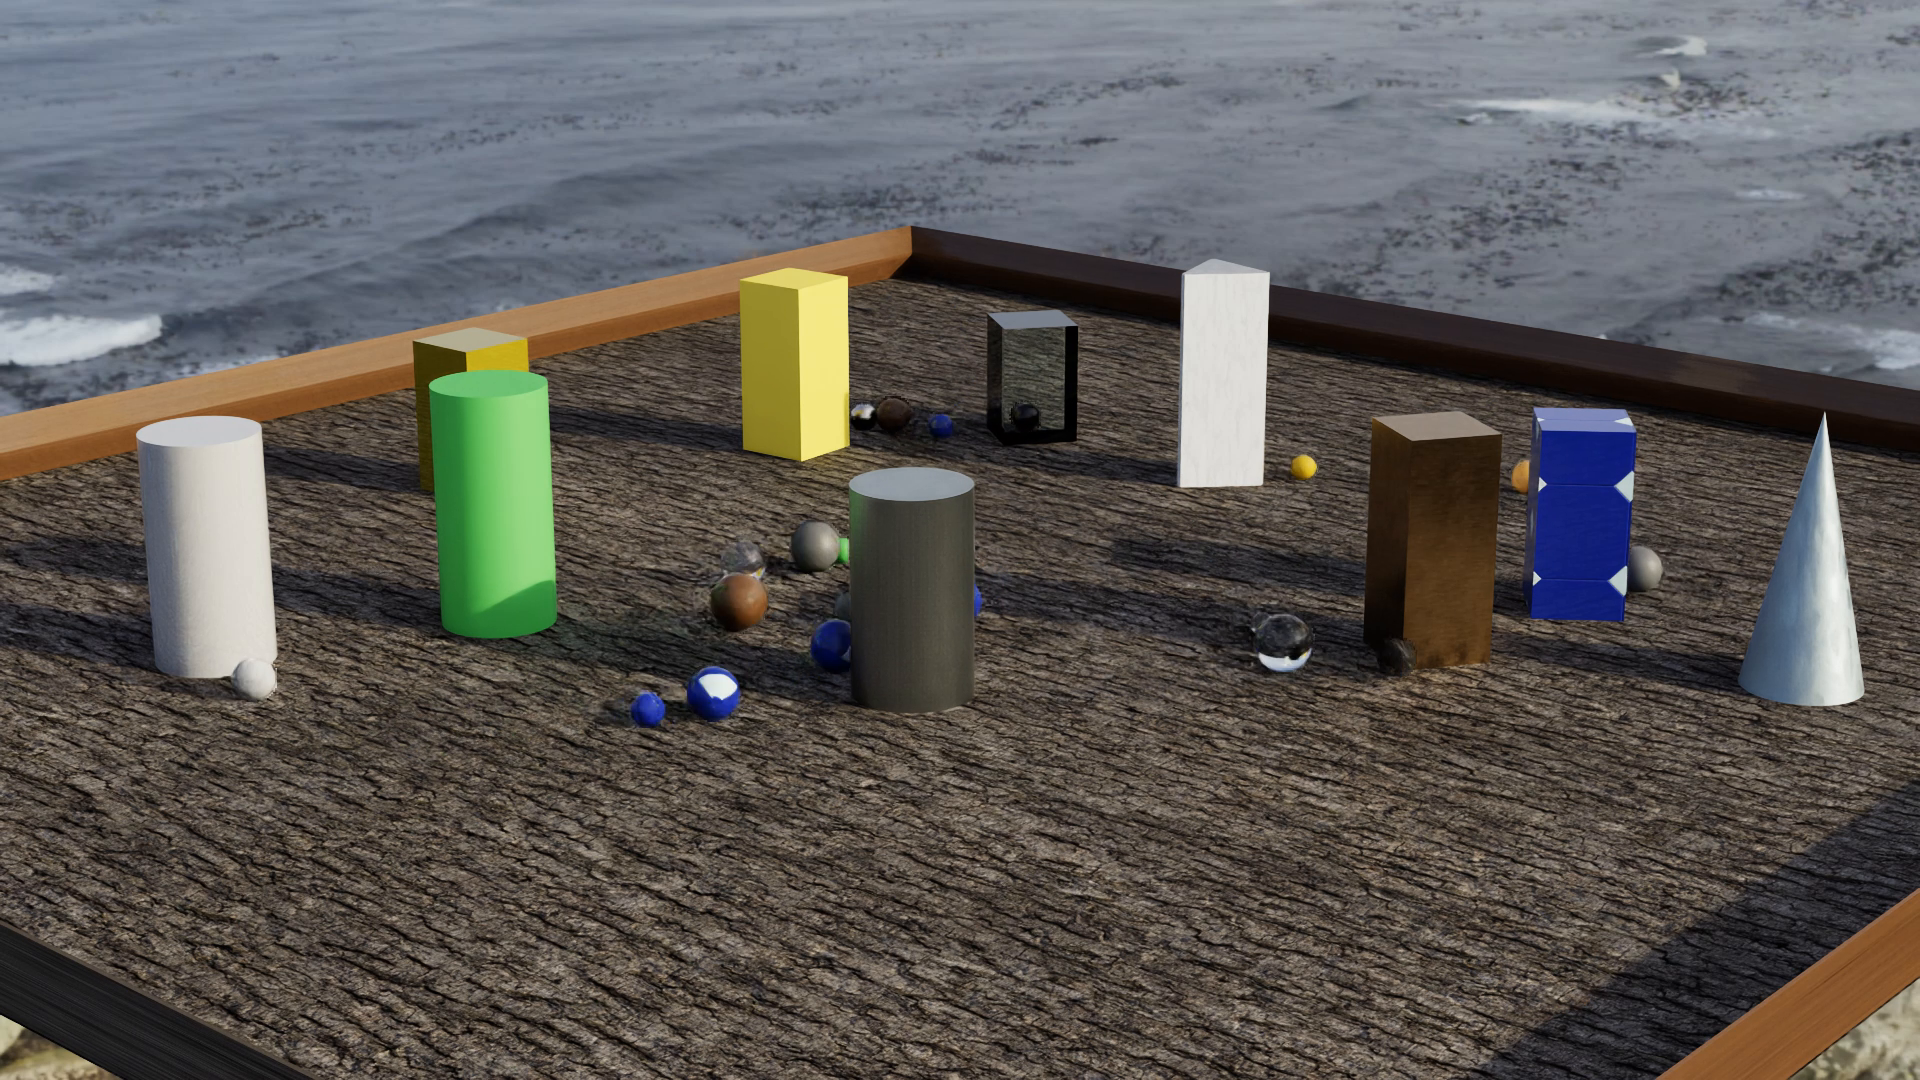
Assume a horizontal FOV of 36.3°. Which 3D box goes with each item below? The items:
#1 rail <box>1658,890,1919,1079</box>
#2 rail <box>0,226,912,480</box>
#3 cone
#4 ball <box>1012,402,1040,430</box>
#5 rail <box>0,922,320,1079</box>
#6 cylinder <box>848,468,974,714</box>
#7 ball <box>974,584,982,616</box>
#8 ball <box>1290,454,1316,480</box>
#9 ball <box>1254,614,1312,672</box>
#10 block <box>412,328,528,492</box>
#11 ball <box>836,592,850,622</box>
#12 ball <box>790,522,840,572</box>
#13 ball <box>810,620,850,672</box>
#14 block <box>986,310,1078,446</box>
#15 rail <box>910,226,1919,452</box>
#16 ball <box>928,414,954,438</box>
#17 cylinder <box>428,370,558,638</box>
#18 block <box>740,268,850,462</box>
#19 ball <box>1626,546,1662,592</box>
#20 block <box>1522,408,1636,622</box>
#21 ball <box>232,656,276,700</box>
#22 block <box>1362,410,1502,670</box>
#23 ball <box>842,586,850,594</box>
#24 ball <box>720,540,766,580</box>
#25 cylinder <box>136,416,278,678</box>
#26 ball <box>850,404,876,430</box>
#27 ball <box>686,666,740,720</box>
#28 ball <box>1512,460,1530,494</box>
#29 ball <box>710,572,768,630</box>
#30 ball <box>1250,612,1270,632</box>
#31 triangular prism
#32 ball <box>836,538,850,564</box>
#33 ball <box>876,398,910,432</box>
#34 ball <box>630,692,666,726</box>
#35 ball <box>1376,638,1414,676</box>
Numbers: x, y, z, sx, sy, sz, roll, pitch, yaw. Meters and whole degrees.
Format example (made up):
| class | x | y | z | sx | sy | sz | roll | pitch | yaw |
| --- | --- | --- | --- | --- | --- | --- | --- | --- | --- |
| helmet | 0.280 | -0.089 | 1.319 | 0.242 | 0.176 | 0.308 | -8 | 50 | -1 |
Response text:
| class | x | y | z | sx | sy | sz | roll | pitch | yaw |
| --- | --- | --- | --- | --- | --- | --- | --- | --- | --- |
| rail | 1.435 | 0.392 | 3.927 | 0.045 | 0.127 | 4.035 | 14 | 22 | 39 |
| rail | -1.435 | -0.328 | 6.313 | 0.045 | 0.127 | 4.035 | 14 | 22 | 39 |
| cone | 1.342 | 0.015 | 4.616 | 0.195 | 0.451 | 0.195 | 0 | 17 | 0 |
| ball | 0.136 | -0.255 | 6.061 | 0.058 | 0.058 | 0.058 | 0 | 17 | 0 |
| rail | -1.307 | 0.466 | 3.679 | 3.849 | 0.127 | 0.045 | 14 | 22 | 39 |
| cylinder | -0.075 | 0.077 | 4.599 | 0.195 | 0.343 | 0.195 | 0 | 17 | 0 |
| ball | 0.000 | 0.103 | 4.978 | 0.075 | 0.075 | 0.075 | 0 | 17 | 0 |
| ball | 0.684 | -0.144 | 5.838 | 0.051 | 0.051 | 0.051 | 0 | 17 | 0 |
| ball | 0.521 | 0.166 | 4.732 | 0.096 | 0.096 | 0.096 | 0 | 17 | 0 |
| block | -0.954 | -0.248 | 5.753 | 0.156 | 0.299 | 0.156 | 14 | 21 | 38 |
| ball | -0.185 | 0.115 | 4.977 | 0.053 | 0.053 | 0.053 | 0 | 17 | 0 |
| ball | -0.260 | 0.012 | 5.254 | 0.091 | 0.091 | 0.091 | 0 | 17 | 0 |
| ball | -0.199 | 0.170 | 4.736 | 0.085 | 0.085 | 0.085 | 0 | 17 | 0 |
| block | 0.151 | -0.342 | 6.153 | 0.156 | 0.248 | 0.156 | -4 | 17 | -12 |
| rail | 1.307 | -0.403 | 6.561 | 3.849 | 0.127 | 0.045 | 14 | 22 | 39 |
| ball | -0.041 | -0.239 | 6.149 | 0.053 | 0.053 | 0.053 | 0 | 17 | 0 |
| cylinder | -0.784 | -0.062 | 4.937 | 0.195 | 0.414 | 0.195 | 0 | 17 | 0 |
| block | -0.339 | -0.363 | 6.034 | 0.156 | 0.357 | 0.156 | 12 | 21 | 35 |
| ball | 1.183 | 0.051 | 5.112 | 0.081 | 0.081 | 0.081 | 0 | 17 | 0 |
| block | 1.059 | -0.045 | 5.023 | 0.156 | 0.332 | 0.156 | 1 | 17 | 5 |
| ball | -1.111 | 0.218 | 4.609 | 0.068 | 0.068 | 0.068 | 0 | 17 | 0 |
| block | 0.768 | 0.000 | 4.782 | 0.156 | 0.385 | 0.156 | -5 | 17 | -15 |
| ball | -0.179 | 0.099 | 5.036 | 0.049 | 0.049 | 0.049 | 0 | 17 | 0 |
| ball | -0.382 | 0.042 | 5.168 | 0.082 | 0.082 | 0.082 | 0 | 17 | 0 |
| cylinder | -1.218 | 0.010 | 4.750 | 0.195 | 0.385 | 0.195 | 0 | 17 | 0 |
| ball | -0.204 | -0.260 | 6.211 | 0.058 | 0.058 | 0.058 | 0 | 17 | 0 |
| ball | -0.380 | 0.236 | 4.522 | 0.083 | 0.083 | 0.083 | 0 | 17 | 0 |
| ball | 1.113 | -0.122 | 5.737 | 0.068 | 0.068 | 0.068 | 0 | 17 | 0 |
| ball | -0.372 | 0.103 | 4.937 | 0.098 | 0.098 | 0.098 | 0 | 17 | 0 |
| ball | 0.507 | 0.141 | 4.909 | 0.041 | 0.041 | 0.041 | 0 | 17 | 0 |
| triangular prism | 0.509 | -0.333 | 5.812 | 0.169 | 0.427 | 0.147 | -2 | 17 | -5 |
| ball | -0.211 | 0.019 | 5.303 | 0.047 | 0.047 | 0.047 | 0 | 17 | 0 |
| ball | -0.141 | -0.263 | 6.192 | 0.073 | 0.073 | 0.073 | 0 | 17 | 0 |
| ball | -0.479 | 0.260 | 4.496 | 0.053 | 0.053 | 0.053 | 0 | 17 | 0 |
| ball | 0.700 | 0.189 | 4.710 | 0.061 | 0.061 | 0.061 | 0 | 17 | 0 |
